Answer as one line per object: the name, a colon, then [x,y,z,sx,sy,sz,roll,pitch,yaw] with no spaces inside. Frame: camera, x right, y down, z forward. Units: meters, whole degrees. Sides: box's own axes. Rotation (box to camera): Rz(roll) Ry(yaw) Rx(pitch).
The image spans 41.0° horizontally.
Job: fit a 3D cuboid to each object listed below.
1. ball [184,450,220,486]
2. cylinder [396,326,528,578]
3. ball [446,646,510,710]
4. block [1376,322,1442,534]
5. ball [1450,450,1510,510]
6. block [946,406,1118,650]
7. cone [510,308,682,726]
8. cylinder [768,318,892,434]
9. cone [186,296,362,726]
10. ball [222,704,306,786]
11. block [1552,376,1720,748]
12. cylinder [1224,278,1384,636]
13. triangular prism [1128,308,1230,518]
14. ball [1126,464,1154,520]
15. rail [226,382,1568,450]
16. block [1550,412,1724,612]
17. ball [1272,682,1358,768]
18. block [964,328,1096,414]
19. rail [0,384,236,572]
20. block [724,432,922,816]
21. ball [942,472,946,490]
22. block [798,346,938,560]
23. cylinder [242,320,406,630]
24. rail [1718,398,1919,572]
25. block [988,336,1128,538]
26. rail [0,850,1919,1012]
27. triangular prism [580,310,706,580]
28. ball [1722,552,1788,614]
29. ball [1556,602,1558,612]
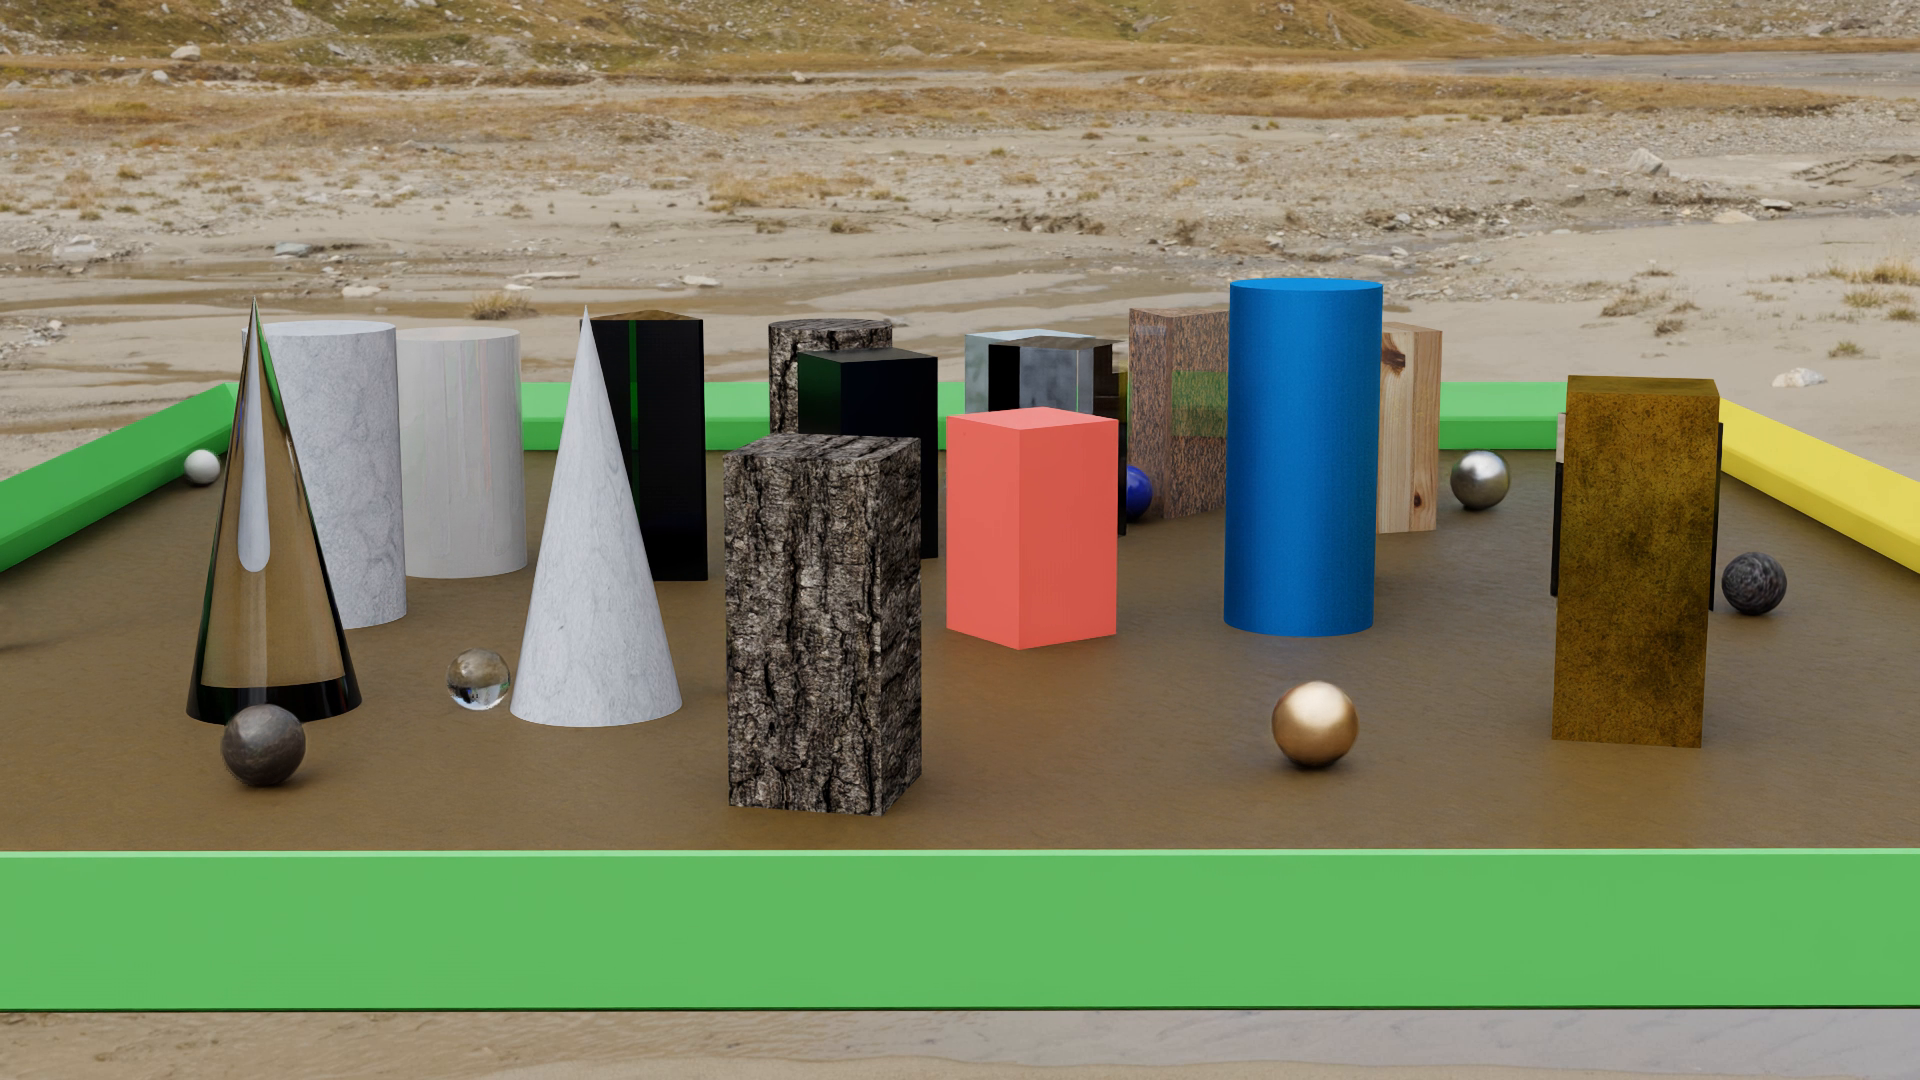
ball: [-1.330,-0.127,4.498,0.061,0.061,0.061,0,10,0]
cylinder: [-0.737,-0.131,3.750,0.197,0.343,0.197,0,10,0]
ball: [-0.550,0.158,2.931,0.072,0.072,0.072,0,10,0]
block: [0.655,-0.181,4.089,0.157,0.316,0.157,-3,11,-18]
ball: [0.862,-0.100,4.250,0.098,0.098,0.098,0,10,0]
block: [0.092,-0.019,3.317,0.157,0.280,0.157,-7,13,-35]
cone: [-0.419,-0.037,2.914,0.197,0.462,0.197,0,10,0]
cylinder: [-0.206,-0.185,4.103,0.197,0.320,0.197,0,10,0]
cone: [-0.790,-0.044,2.915,0.197,0.475,0.197,0,10,0]
ball: [-0.712,0.209,2.625,0.083,0.083,0.083,0,10,0]
block: [0.742,0.020,2.827,0.157,0.382,0.157,3,11,13]
cylinder: [0.449,-0.112,3.364,0.197,0.446,0.197,0,10,0]
triangular prism: [0.339,-0.216,4.248,0.148,0.328,0.170,9,14,41]
ball: [0.267,-0.076,4.148,0.091,0.091,0.091,0,10,0]
rail: [-0.008,-0.233,4.886,2.790,0.128,0.045,0,10,0]
block: [0.919,-0.039,3.491,0.157,0.256,0.157,-3,11,-17]
ball: [0.372,0.193,2.693,0.090,0.090,0.090,0,10,0]
block: [0.118,-0.210,4.355,0.157,0.276,0.157,-8,13,-36]
rail: [-1.371,0.034,3.441,0.045,0.128,2.971,0,10,0]
block: [-0.135,0.081,2.580,0.157,0.353,0.157,3,11,13]
ball: [0.004,-0.100,4.341,0.066,0.066,0.066,0,10,0]
block: [-0.139,-0.128,3.847,0.157,0.301,0.157,-5,12,-27]
cylinder: [-0.842,-0.090,3.407,0.197,0.386,0.197,0,10,0]
rail: [1.371,0.031,3.457,0.045,0.128,2.971,0,10,0]
block: [0.152,-0.153,3.967,0.157,0.306,0.157,7,12,31]
rail: [0.008,0.299,2.012,2.790,0.128,0.045,0,10,0]
triangular prism: [-0.448,-0.139,3.707,0.170,0.374,0.148,0,10,0]
ball: [1.065,0.058,3.440,0.084,0.084,0.084,0,10,0]
ball: [0.807,0.086,3.271,0.090,0.090,0.090,0,10,0]
